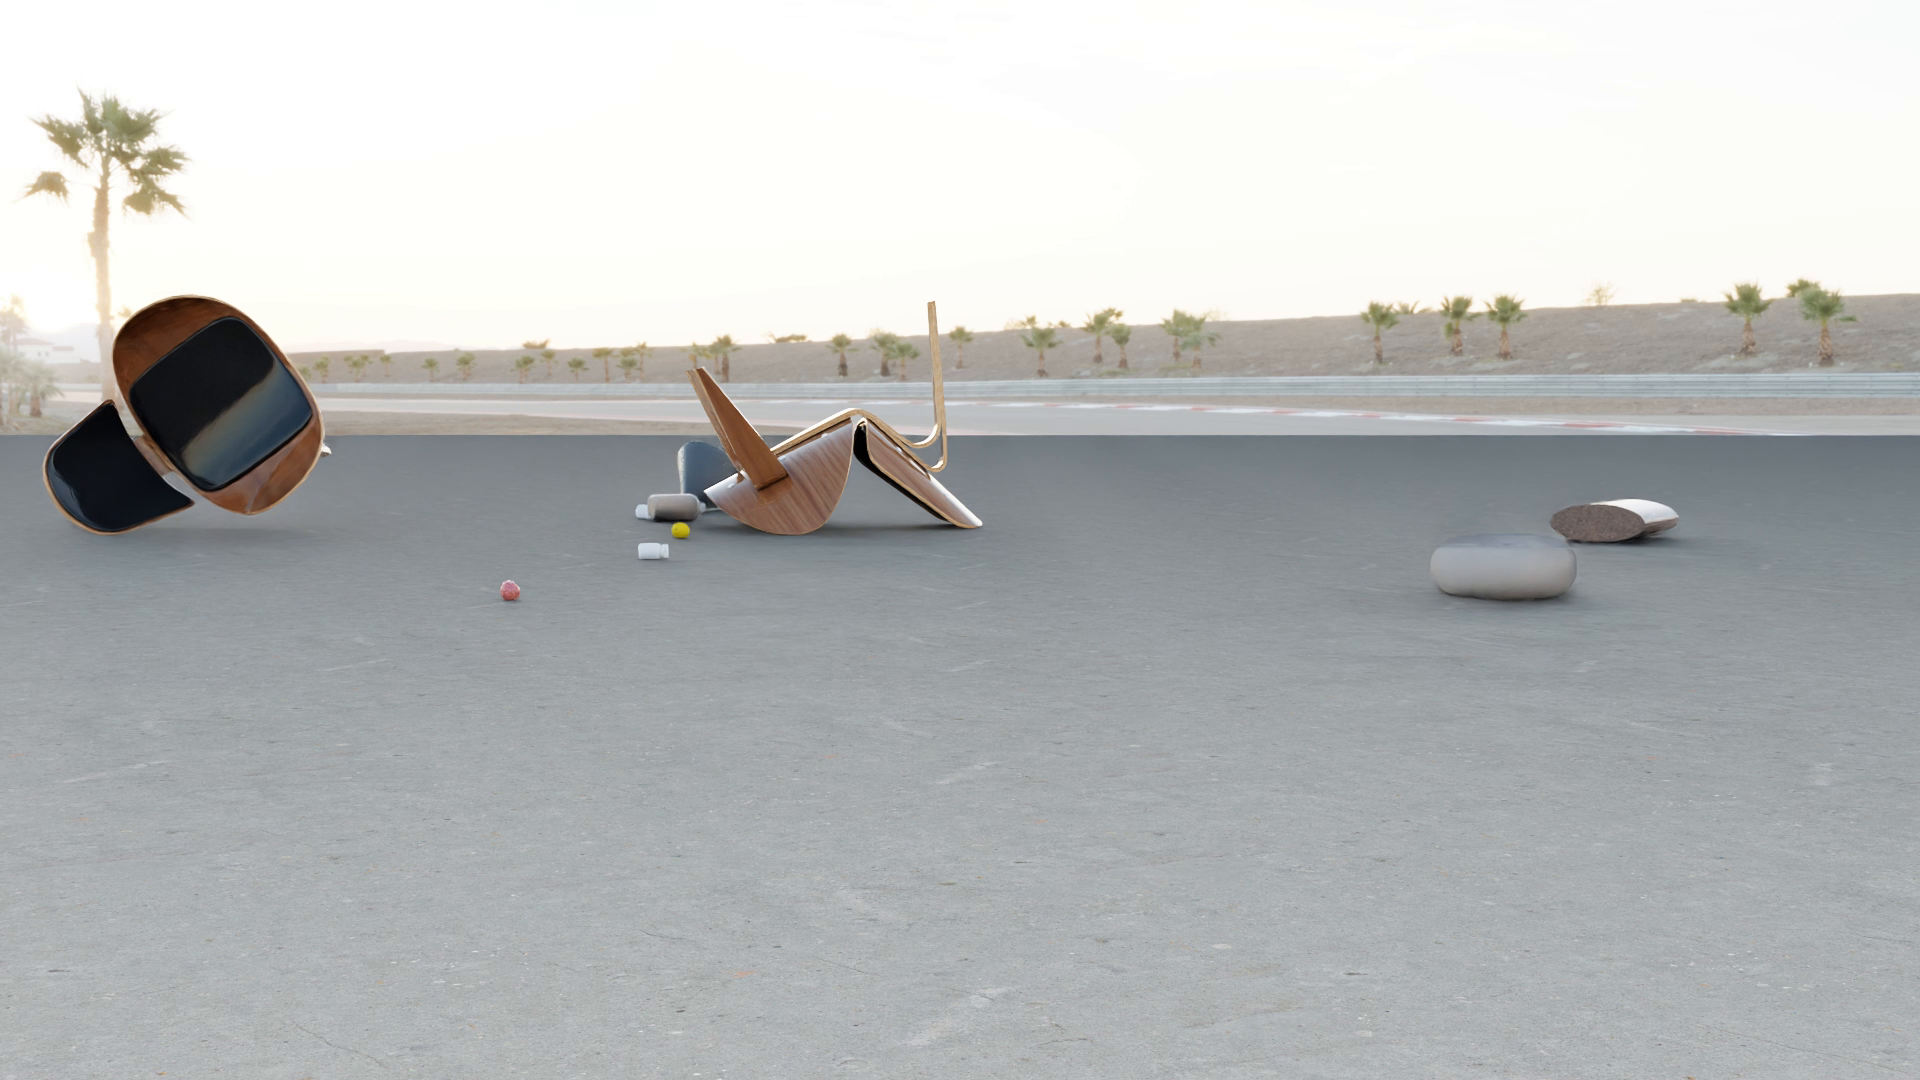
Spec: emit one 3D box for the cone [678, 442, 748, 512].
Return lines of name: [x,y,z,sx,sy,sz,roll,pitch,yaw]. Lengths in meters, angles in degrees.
cone: [-0.958,-0.168,8.060,0.267,0.312,0.234,-26,22,40]

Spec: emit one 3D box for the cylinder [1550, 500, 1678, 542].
cylinder: [1.953,-0.058,6.562,0.284,0.113,0.310,2,4,35]

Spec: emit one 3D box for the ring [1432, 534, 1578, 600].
ring: [1.196,0.058,4.837,0.314,0.122,0.419,0,5,14]
